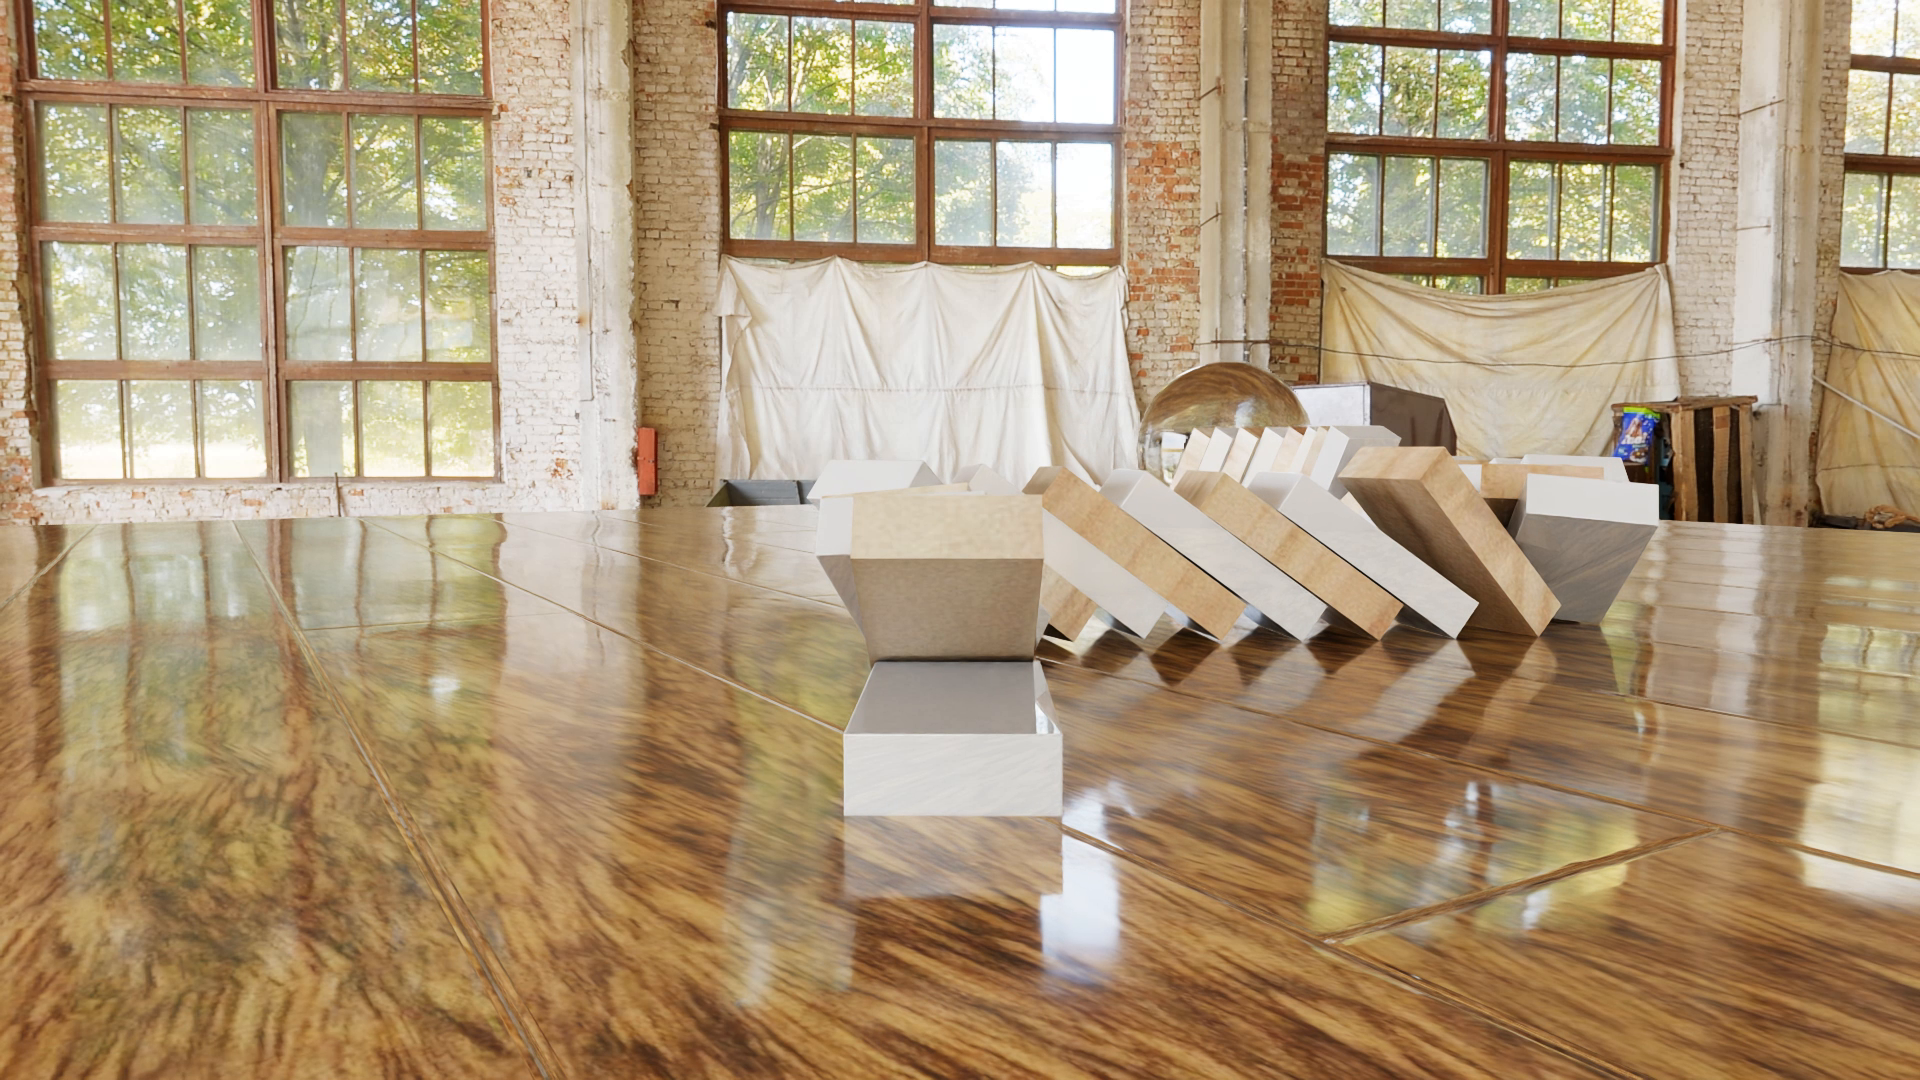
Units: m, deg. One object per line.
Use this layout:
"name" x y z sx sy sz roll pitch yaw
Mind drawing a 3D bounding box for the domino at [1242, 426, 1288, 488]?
"domino" 0.120 -0.019 0.495 0.025 0.050 0.010 -3 33 -38

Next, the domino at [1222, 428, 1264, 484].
"domino" 0.112 -0.020 0.502 0.025 0.050 0.009 -3 33 -38

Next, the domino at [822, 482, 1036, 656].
"domino" -0.004 0.007 0.228 0.025 0.010 0.050 -5 -28 15

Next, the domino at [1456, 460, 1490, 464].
"domino" 0.151 -0.007 0.405 0.025 0.009 0.050 -2 -32 -25

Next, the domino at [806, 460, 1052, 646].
"domino" -0.005 0.004 0.254 0.025 0.010 0.050 4 -34 42

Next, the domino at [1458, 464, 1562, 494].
"domino" 0.137 0.000 0.324 0.025 0.009 0.050 2 -32 24

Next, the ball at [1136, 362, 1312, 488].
"ball" 0.122 -0.042 0.591 0.080 0.080 0.080 0 4 0

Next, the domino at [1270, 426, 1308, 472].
"domino" 0.127 -0.018 0.486 0.025 0.050 0.010 -3 33 -37

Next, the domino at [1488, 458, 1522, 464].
"domino" 0.158 -0.006 0.388 0.025 0.009 0.050 0 -33 -21

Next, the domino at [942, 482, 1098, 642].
"domino" 0.003 0.003 0.274 0.050 0.010 0.025 38 -11 -17

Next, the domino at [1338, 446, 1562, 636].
"domino" 0.109 0.000 0.287 0.050 0.009 0.025 46 -15 -20

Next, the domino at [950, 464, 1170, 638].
"domino" 0.020 0.002 0.281 0.050 0.009 0.025 36 -5 -9

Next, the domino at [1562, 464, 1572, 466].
"domino" 0.146 -0.001 0.337 0.025 0.009 0.050 2 -32 23

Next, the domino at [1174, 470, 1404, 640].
"domino" 0.071 0.003 0.286 0.050 0.009 0.025 35 -1 -9

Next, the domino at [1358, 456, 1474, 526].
"domino" 0.145 -0.008 0.420 0.025 0.009 0.050 -2 -34 -27

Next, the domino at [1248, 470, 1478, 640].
"domino" 0.088 0.003 0.288 0.050 0.009 0.025 34 -1 -10

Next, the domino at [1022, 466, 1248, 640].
"domino" 0.037 0.002 0.283 0.050 0.009 0.025 36 -2 -8

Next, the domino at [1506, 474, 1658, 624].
"domino" 0.135 0.003 0.287 0.025 0.009 0.050 7 -26 16

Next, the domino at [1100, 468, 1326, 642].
"domino" 0.054 0.003 0.284 0.050 0.010 0.025 36 -1 -9

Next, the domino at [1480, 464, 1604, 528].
"domino" 0.137 0.001 0.306 0.025 0.009 0.050 3 -31 21

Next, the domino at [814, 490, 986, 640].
"domino" -0.005 0.009 0.210 0.025 0.009 0.050 -2 -28 10

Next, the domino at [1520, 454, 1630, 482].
"domino" 0.160 -0.004 0.353 0.025 0.010 0.050 2 -35 0

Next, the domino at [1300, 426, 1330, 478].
"domino" 0.133 -0.017 0.463 0.025 0.050 0.009 -3 32 -31

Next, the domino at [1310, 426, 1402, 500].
"domino" 0.134 -0.016 0.451 0.025 0.050 0.009 -2 32 -30

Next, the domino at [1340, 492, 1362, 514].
"domino" 0.141 -0.011 0.434 0.025 0.010 0.050 2 -38 -32

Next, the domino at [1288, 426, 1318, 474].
"domino" 0.131 -0.018 0.476 0.025 0.050 0.009 -3 33 -36

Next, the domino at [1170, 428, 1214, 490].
"domino" 0.097 -0.021 0.518 0.025 0.050 0.009 -3 33 -38

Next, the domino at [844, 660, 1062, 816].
"domino" -0.001 0.025 0.171 0.025 0.009 0.050 0 4 1

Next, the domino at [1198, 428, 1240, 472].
"domino" 0.104 -0.020 0.509 0.025 0.050 0.010 -3 33 -38

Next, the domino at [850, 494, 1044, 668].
"domino" -0.001 0.010 0.190 0.025 0.010 0.050 0 -28 1
